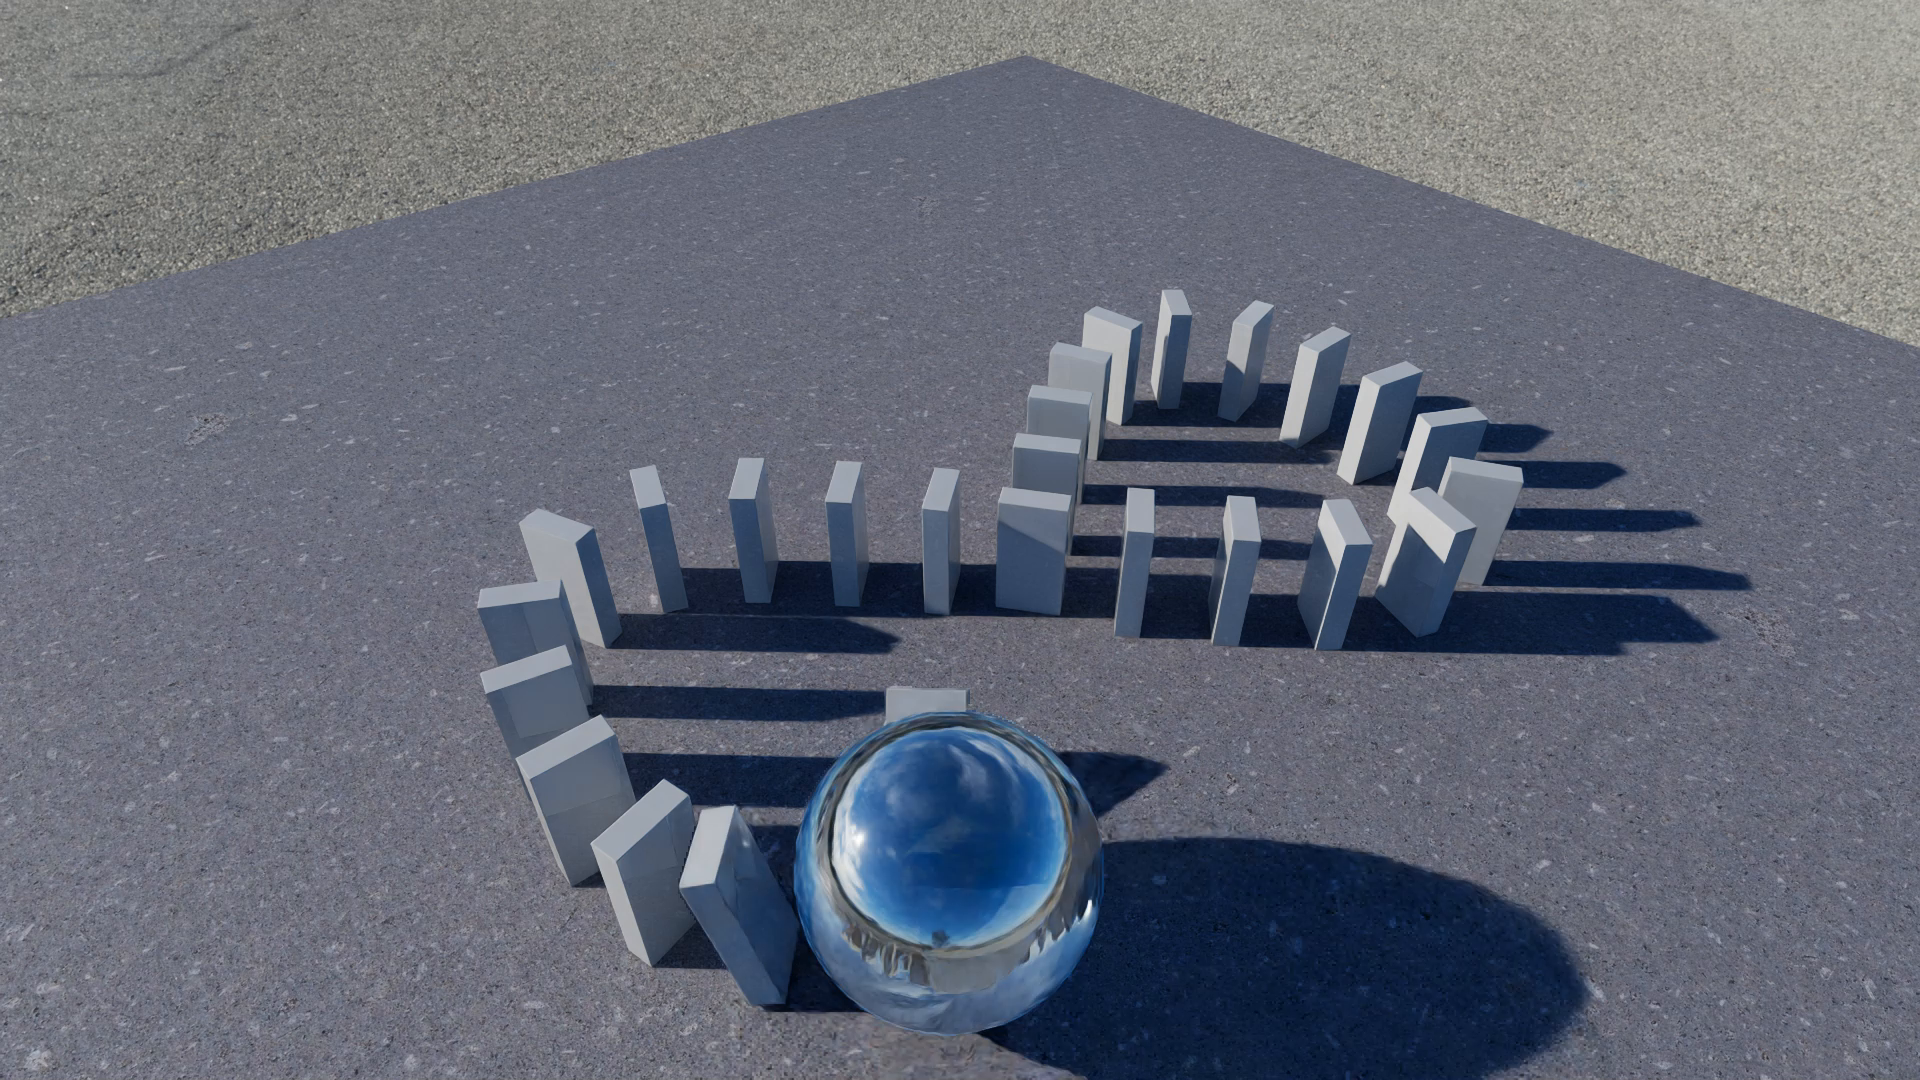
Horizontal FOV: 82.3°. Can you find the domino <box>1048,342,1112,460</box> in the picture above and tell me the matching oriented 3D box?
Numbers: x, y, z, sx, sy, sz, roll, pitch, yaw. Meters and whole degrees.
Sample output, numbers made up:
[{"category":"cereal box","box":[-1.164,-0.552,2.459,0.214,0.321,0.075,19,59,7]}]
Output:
[{"category":"domino","box":[0.052,-0.061,0.486,0.025,0.050,0.009,15,42,17]}]

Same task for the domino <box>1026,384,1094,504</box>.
[{"category":"domino","box":[0.041,-0.039,0.460,0.025,0.050,0.010,9,40,11]}]

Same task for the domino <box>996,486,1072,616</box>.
[{"category":"domino","box":[0.027,0.005,0.406,0.025,0.050,0.009,8,40,9]}]

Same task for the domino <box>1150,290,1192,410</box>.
[{"category":"domino","box":[0.100,-0.090,0.521,0.009,0.050,0.025,-1,39,-1]}]

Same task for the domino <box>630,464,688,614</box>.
[{"category":"domino","box":[-0.112,0.000,0.411,0.009,0.050,0.025,-14,41,-16]}]

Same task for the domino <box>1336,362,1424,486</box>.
[{"category":"domino","box":[0.180,-0.050,0.472,0.025,0.050,0.010,-20,43,-22]}]

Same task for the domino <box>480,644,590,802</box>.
[{"category":"domino","box":[-0.128,0.057,0.341,0.025,0.050,0.009,-19,43,-22]}]

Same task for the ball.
[{"category":"ball","box":[-0.003,0.084,0.285,0.080,0.080,0.080,0,39,0]}]

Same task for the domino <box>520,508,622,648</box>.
[{"category":"domino","box":[-0.139,0.014,0.394,0.025,0.050,0.009,17,42,20]}]

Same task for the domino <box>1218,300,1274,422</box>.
[{"category":"domino","box":[0.133,-0.083,0.513,0.009,0.050,0.025,23,45,26]}]

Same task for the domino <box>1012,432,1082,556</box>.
[{"category":"domino","box":[0.033,-0.017,0.433,0.025,0.050,0.010,7,40,8]}]

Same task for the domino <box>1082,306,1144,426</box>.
[{"category":"domino","box":[0.069,-0.080,0.510,0.025,0.050,0.010,28,47,30]}]

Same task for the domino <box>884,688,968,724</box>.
[{"category":"domino","box":[-0.011,0.071,0.337,0.025,0.010,0.050,2,70,0]}]

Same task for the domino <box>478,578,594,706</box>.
[{"category":"domino","box":[-0.141,0.036,0.367,0.025,0.050,0.009,-8,40,-9]}]

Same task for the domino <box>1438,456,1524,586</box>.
[{"category":"domino","box":[0.193,-0.007,0.420,0.025,0.050,0.009,11,41,13]}]

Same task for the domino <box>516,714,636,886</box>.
[{"category":"domino","box":[-0.108,0.076,0.319,0.025,0.050,0.009,-28,47,-29]}]

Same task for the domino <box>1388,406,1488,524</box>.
[{"category":"domino","box":[0.193,-0.029,0.447,0.025,0.050,0.009,-8,40,-10]}]

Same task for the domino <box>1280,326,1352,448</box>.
[{"category":"domino","box":[0.160,-0.068,0.495,0.025,0.050,0.010,-29,48,-31]}]

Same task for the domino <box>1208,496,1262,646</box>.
[{"category":"domino","box":[0.099,0.012,0.397,0.009,0.050,0.025,4,40,5]}]

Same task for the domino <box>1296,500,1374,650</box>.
[{"category":"domino","box":[0.134,0.013,0.396,0.010,0.050,0.025,-1,39,-2]}]

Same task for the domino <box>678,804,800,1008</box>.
[{"category":"domino","box":[-0.057,0.097,0.291,0.009,0.050,0.025,-11,33,10]}]

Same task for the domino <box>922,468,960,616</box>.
[{"category":"domino","box":[-0.007,0.001,0.410,0.010,0.050,0.025,6,40,8]}]

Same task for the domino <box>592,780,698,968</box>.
[{"category":"domino","box":[-0.082,0.091,0.300,0.009,0.050,0.025,24,45,26]}]

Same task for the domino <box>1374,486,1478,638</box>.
[{"category":"domino","box":[0.169,0.009,0.401,0.010,0.050,0.025,-14,41,-17]}]

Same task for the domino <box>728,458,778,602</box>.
[{"category":"domino","box":[-0.077,-0.003,0.415,0.009,0.050,0.025,0,39,0]}]

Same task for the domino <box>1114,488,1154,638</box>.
[{"category":"domino","box":[0.063,0.009,0.401,0.010,0.050,0.025,5,40,6]}]

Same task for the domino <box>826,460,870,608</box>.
[{"category":"domino","box":[-0.042,-0.002,0.414,0.009,0.050,0.025,3,39,4]}]
